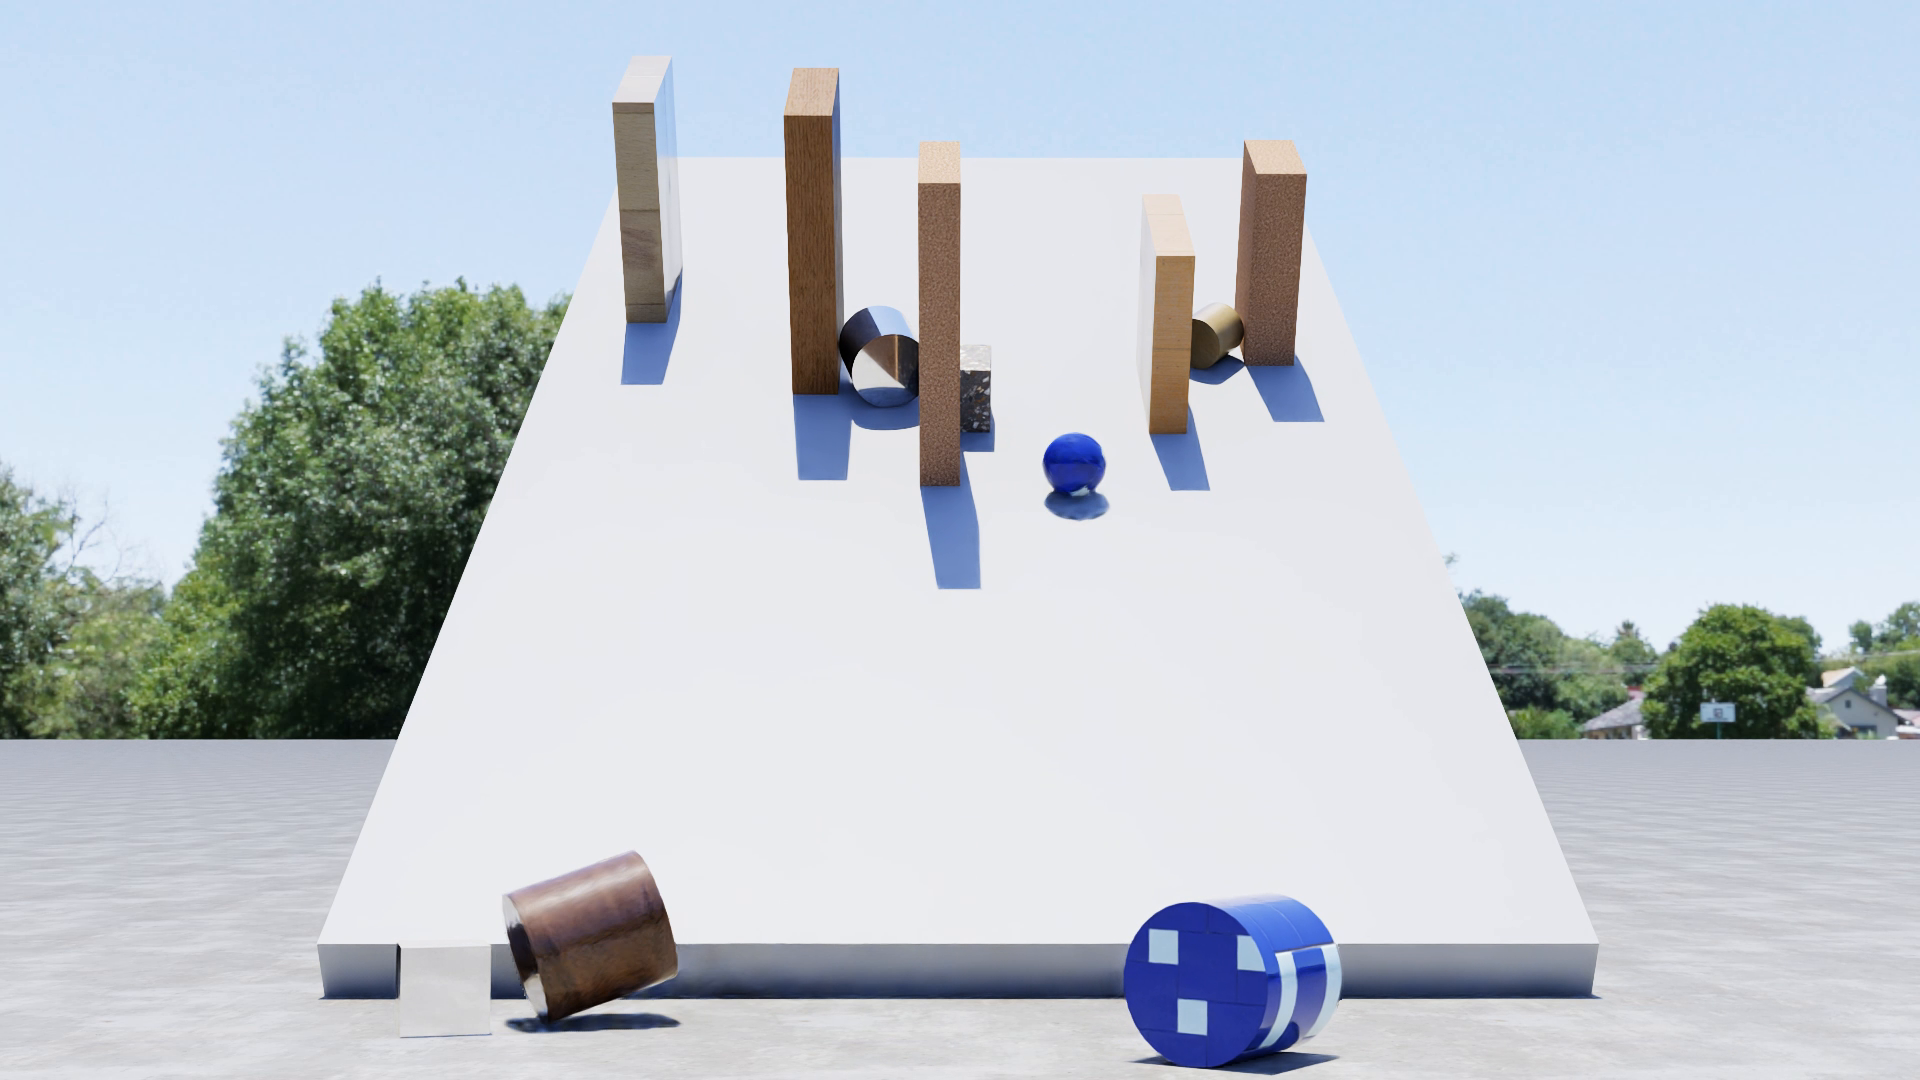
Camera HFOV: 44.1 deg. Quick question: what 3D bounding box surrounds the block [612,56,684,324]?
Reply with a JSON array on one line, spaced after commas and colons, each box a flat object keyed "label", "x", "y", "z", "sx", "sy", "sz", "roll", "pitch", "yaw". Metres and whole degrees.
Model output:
[{"label": "block", "x": -0.799, "y": -0.905, "z": 6.089, "sx": 0.102, "sy": 0.576, "sz": 0.424, "roll": 0, "pitch": 27, "yaw": 0}]

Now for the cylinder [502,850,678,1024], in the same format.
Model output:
[{"label": "cylinder", "x": -0.533, "y": 0.569, "z": 3.402, "sx": 0.195, "sy": 0.195, "sz": 0.195, "roll": -17, "pitch": 2, "yaw": -21}]

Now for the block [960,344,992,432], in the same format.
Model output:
[{"label": "block", "x": -0.007, "y": -0.351, "z": 5.463, "sx": 0.154, "sy": 0.154, "sz": 0.154, "roll": 1, "pitch": 27, "yaw": 1}]

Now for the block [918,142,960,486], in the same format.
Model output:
[{"label": "block", "x": -0.044, "y": -0.490, "z": 5.146, "sx": 0.088, "sy": 0.689, "sz": 0.287, "roll": 0, "pitch": 27, "yaw": 0}]

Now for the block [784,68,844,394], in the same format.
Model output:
[{"label": "block", "x": -0.344, "y": -0.738, "z": 5.644, "sx": 0.108, "sy": 0.681, "sz": 0.394, "roll": 0, "pitch": 27, "yaw": 0}]

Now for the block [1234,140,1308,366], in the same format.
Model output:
[{"label": "block", "x": 0.756, "y": -0.704, "z": 5.799, "sx": 0.119, "sy": 0.487, "sz": 0.268, "roll": 0, "pitch": 27, "yaw": 0}]

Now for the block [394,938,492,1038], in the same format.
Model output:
[{"label": "block", "x": -0.720, "y": 0.622, "z": 3.295, "sx": 0.121, "sy": 0.121, "sz": 0.121, "roll": 1, "pitch": -5, "yaw": -16}]

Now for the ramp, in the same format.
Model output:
[{"label": "ramp", "x": -0.010, "y": -0.227, "z": 5.501, "sx": 2.000, "sy": 0.100, "sz": 4.000, "roll": 0, "pitch": 27, "yaw": 0}]

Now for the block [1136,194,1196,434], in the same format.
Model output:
[{"label": "block", "x": 0.475, "y": -0.531, "z": 5.515, "sx": 0.087, "sy": 0.432, "sz": 0.424, "roll": 0, "pitch": 27, "yaw": 0}]

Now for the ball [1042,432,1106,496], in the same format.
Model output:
[{"label": "ball", "x": 0.247, "y": -0.163, "z": 5.109, "sx": 0.140, "sy": 0.140, "sz": 0.140, "roll": 0, "pitch": -5, "yaw": 0}]

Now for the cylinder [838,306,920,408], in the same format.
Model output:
[{"label": "cylinder", "x": -0.180, "y": -0.434, "z": 5.593, "sx": 0.186, "sy": 0.186, "sz": 0.186, "roll": 1, "pitch": 26, "yaw": -14}]

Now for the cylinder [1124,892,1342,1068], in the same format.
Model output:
[{"label": "cylinder", "x": 0.349, "y": 0.558, "z": 3.019, "sx": 0.204, "sy": 0.204, "sz": 0.204, "roll": -3, "pitch": -6, "yaw": 35}]

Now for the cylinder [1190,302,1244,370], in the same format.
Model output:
[{"label": "cylinder", "x": 0.608, "y": -0.500, "z": 5.790, "sx": 0.129, "sy": 0.129, "sz": 0.129, "roll": -3, "pitch": 20, "yaw": 37}]
